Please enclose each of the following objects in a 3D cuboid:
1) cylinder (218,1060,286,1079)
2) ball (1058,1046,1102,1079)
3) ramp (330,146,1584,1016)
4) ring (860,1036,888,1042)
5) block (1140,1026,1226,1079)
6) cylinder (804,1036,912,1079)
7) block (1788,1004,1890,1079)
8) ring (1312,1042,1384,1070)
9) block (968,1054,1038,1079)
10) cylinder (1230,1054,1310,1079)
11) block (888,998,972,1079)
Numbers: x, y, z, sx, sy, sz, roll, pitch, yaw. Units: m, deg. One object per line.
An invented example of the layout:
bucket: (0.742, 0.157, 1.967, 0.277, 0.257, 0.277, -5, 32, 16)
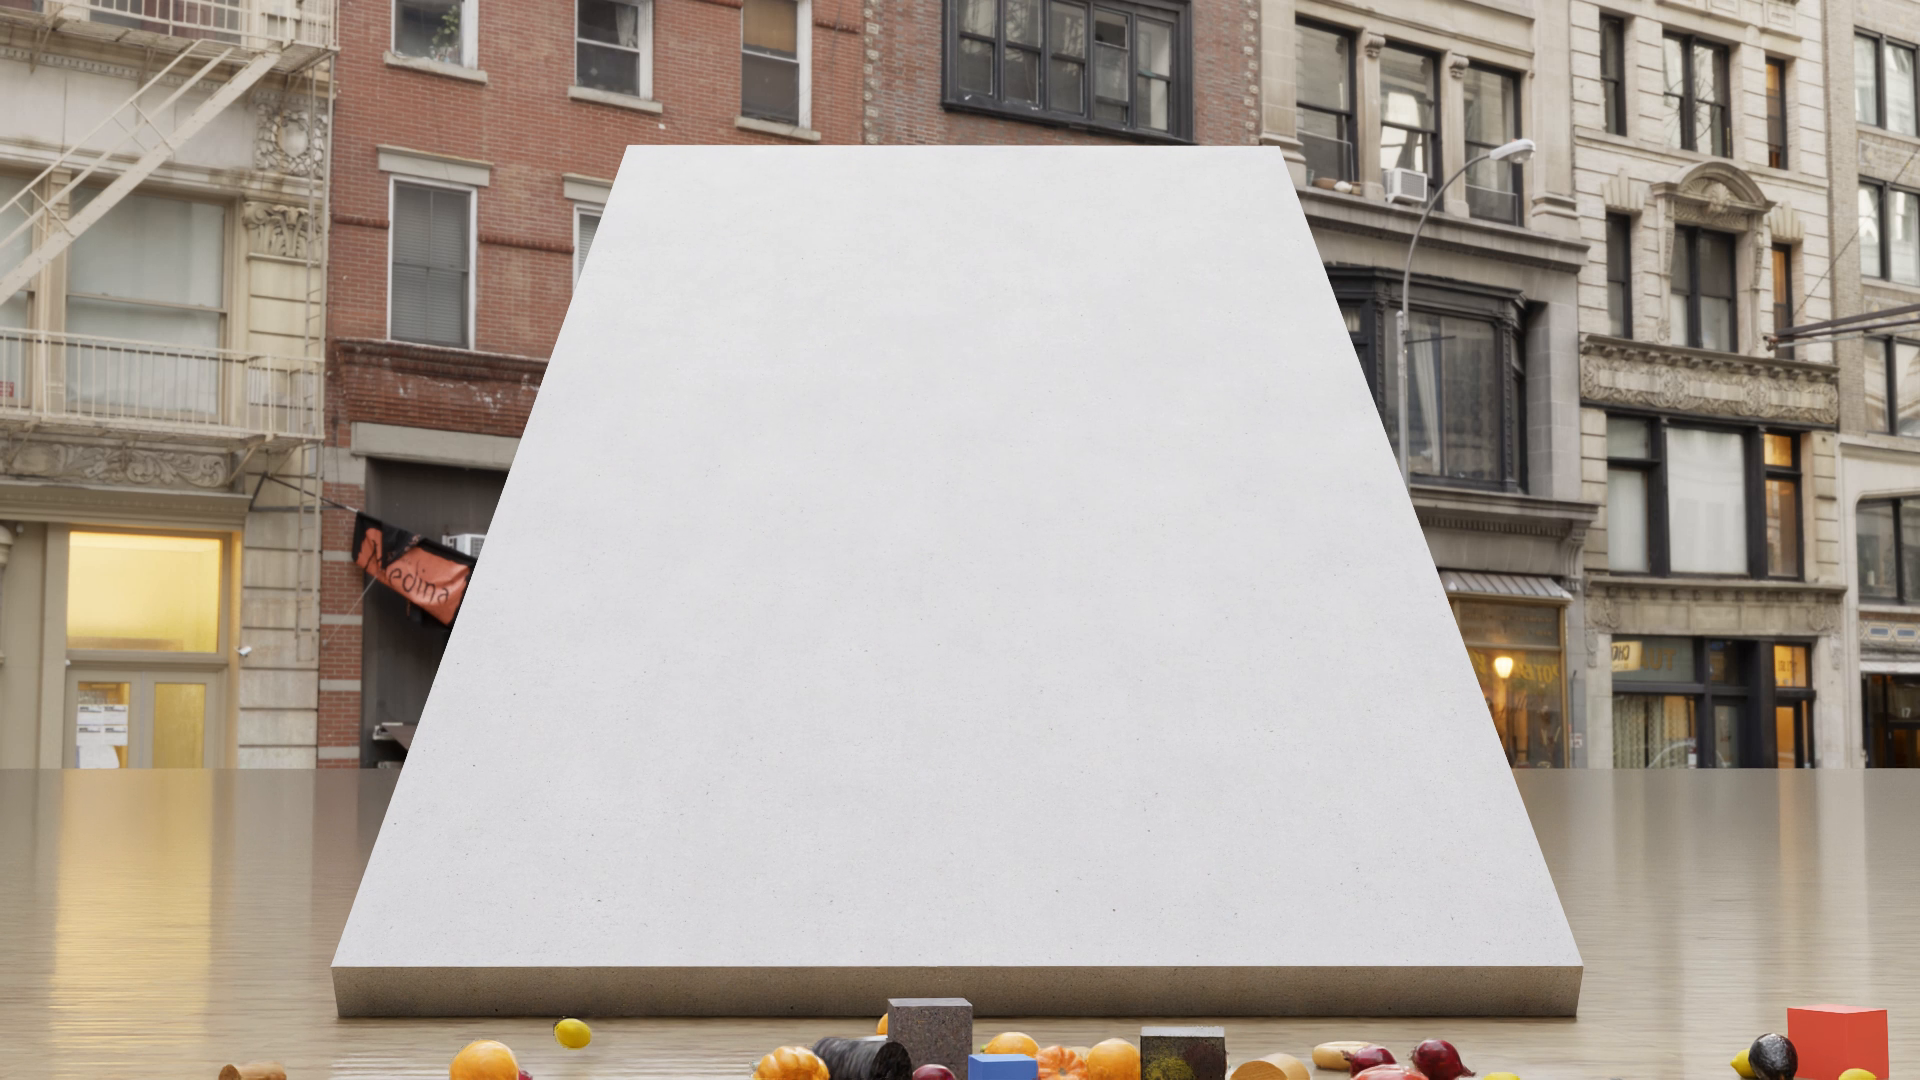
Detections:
cylinder: (-0.828, 0.640, 2.794, 0.058, 0.058, 0.058, -5, -7, 44)
ball: (0.149, 0.658, 2.975, 0.055, 0.055, 0.055, 0, -5, 0)
ramp: (-0.012, -0.221, 5.599, 2.000, 0.100, 4.000, 0, 28, 0)
ring: (-0.094, 0.687, 3.197, 0.116, 0.039, 0.116, -1, -4, 0)
block: (0.259, 0.619, 2.771, 0.096, 0.096, 0.096, -1, -5, 6)
cylinder: (-0.117, 0.619, 2.745, 0.090, 0.090, 0.090, -3, -6, 32)
block: (1.142, 0.654, 3.108, 0.088, 0.088, 0.088, 4, -6, -35)
ring: (0.519, 0.691, 3.202, 0.095, 0.032, 0.095, -1, -6, 0)
block: (0.049, 0.634, 2.771, 0.066, 0.066, 0.066, 1, -5, -13)
cylinder: (0.348, 0.620, 2.686, 0.077, 0.077, 0.077, -2, -6, 24)
block: (-0.039, 0.644, 3.069, 0.100, 0.100, 0.100, 1, -5, -7)
